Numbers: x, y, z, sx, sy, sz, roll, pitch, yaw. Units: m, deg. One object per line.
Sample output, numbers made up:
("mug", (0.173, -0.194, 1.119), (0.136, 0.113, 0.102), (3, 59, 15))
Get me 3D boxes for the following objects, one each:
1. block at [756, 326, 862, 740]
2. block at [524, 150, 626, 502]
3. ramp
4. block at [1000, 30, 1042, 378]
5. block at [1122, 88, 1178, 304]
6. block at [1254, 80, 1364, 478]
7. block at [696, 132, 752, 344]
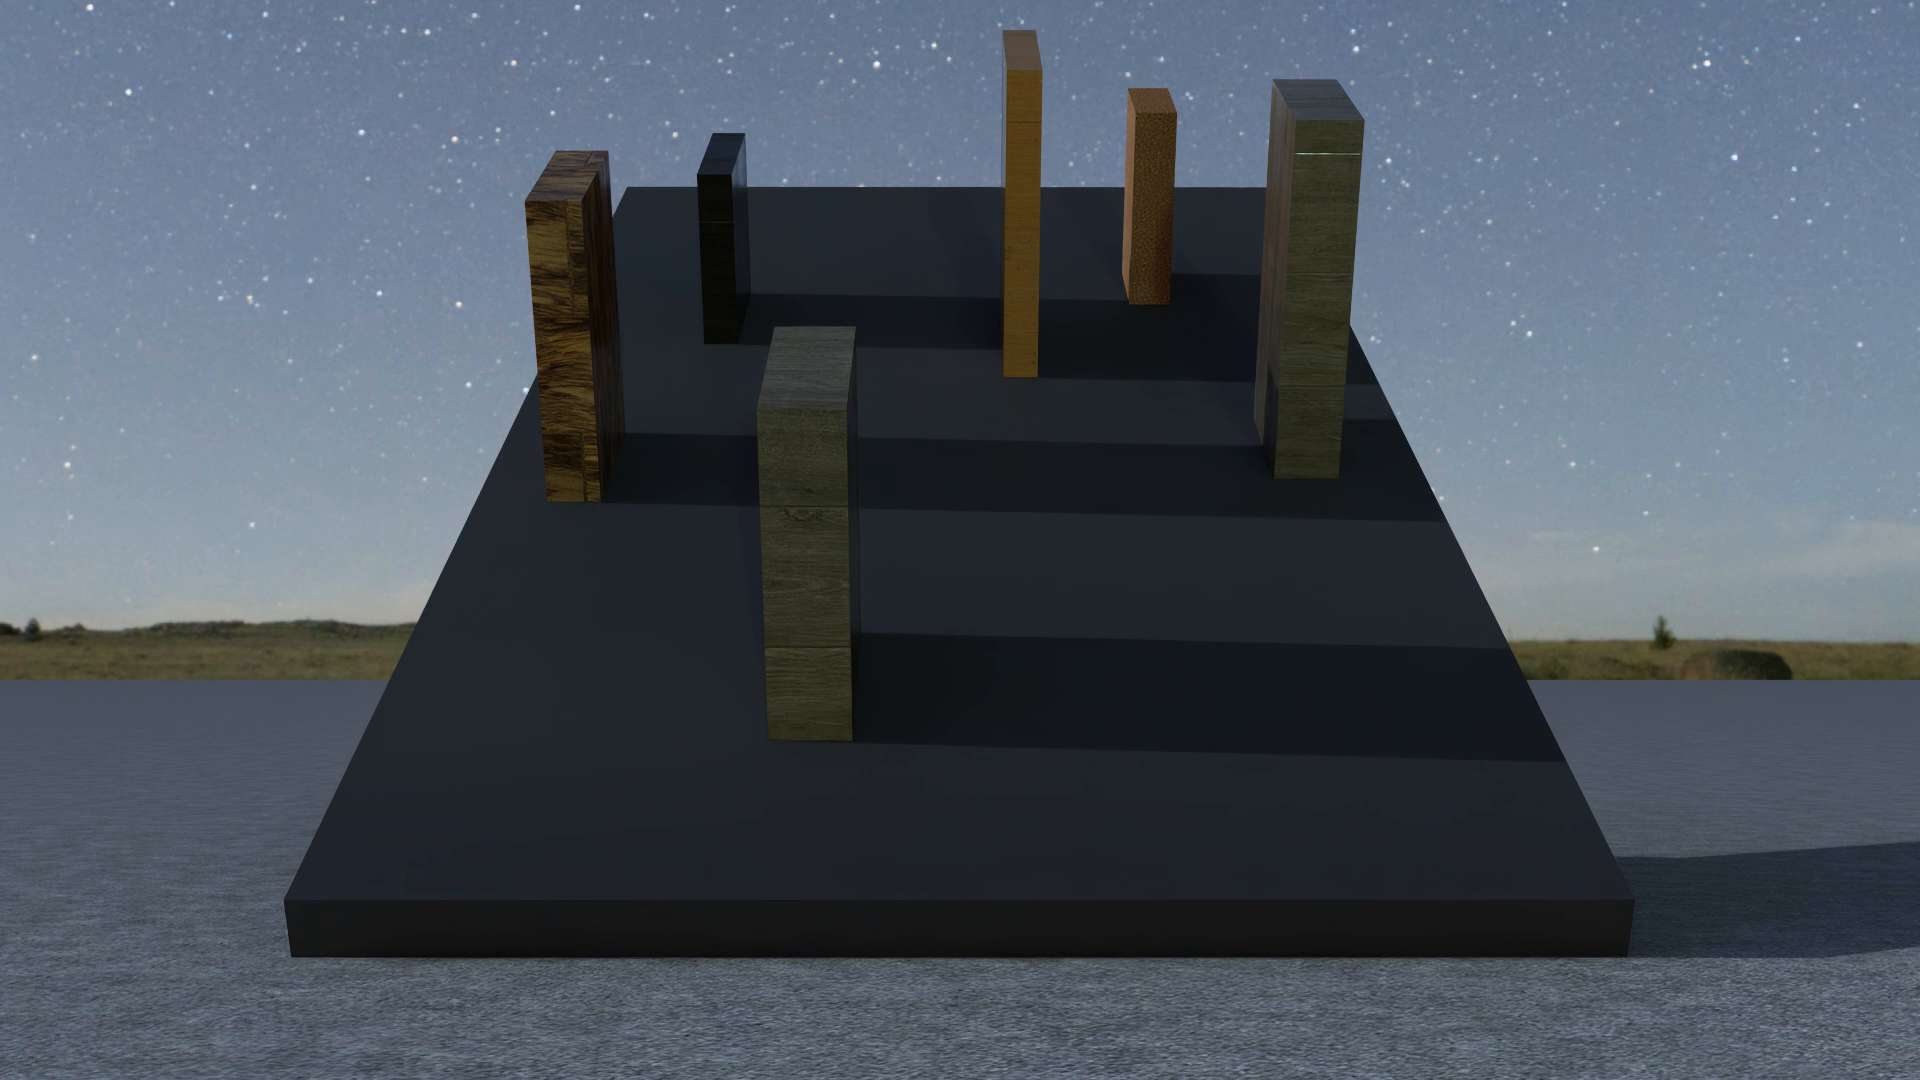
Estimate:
("block", (-0.250, -0.017, 3.953), (0.141, 0.589, 0.411), (0, 24, 0))
("block", (-0.801, -0.453, 4.876), (0.111, 0.641, 0.397), (0, 24, 0))
("ramp", (-0.008, -0.228, 5.287), (2.000, 0.100, 4.000), (0, 24, 0))
("block", (0.144, -0.813, 5.584), (0.081, 0.733, 0.449), (0, 24, 0))
("block", (0.492, -0.898, 6.063), (0.105, 0.504, 0.276), (0, 24, 0))
("block", (0.738, -0.559, 4.960), (0.138, 0.773, 0.366), (0, 24, 0))
("block", (-0.591, -0.763, 5.845), (0.083, 0.429, 0.410), (0, 24, 0))
